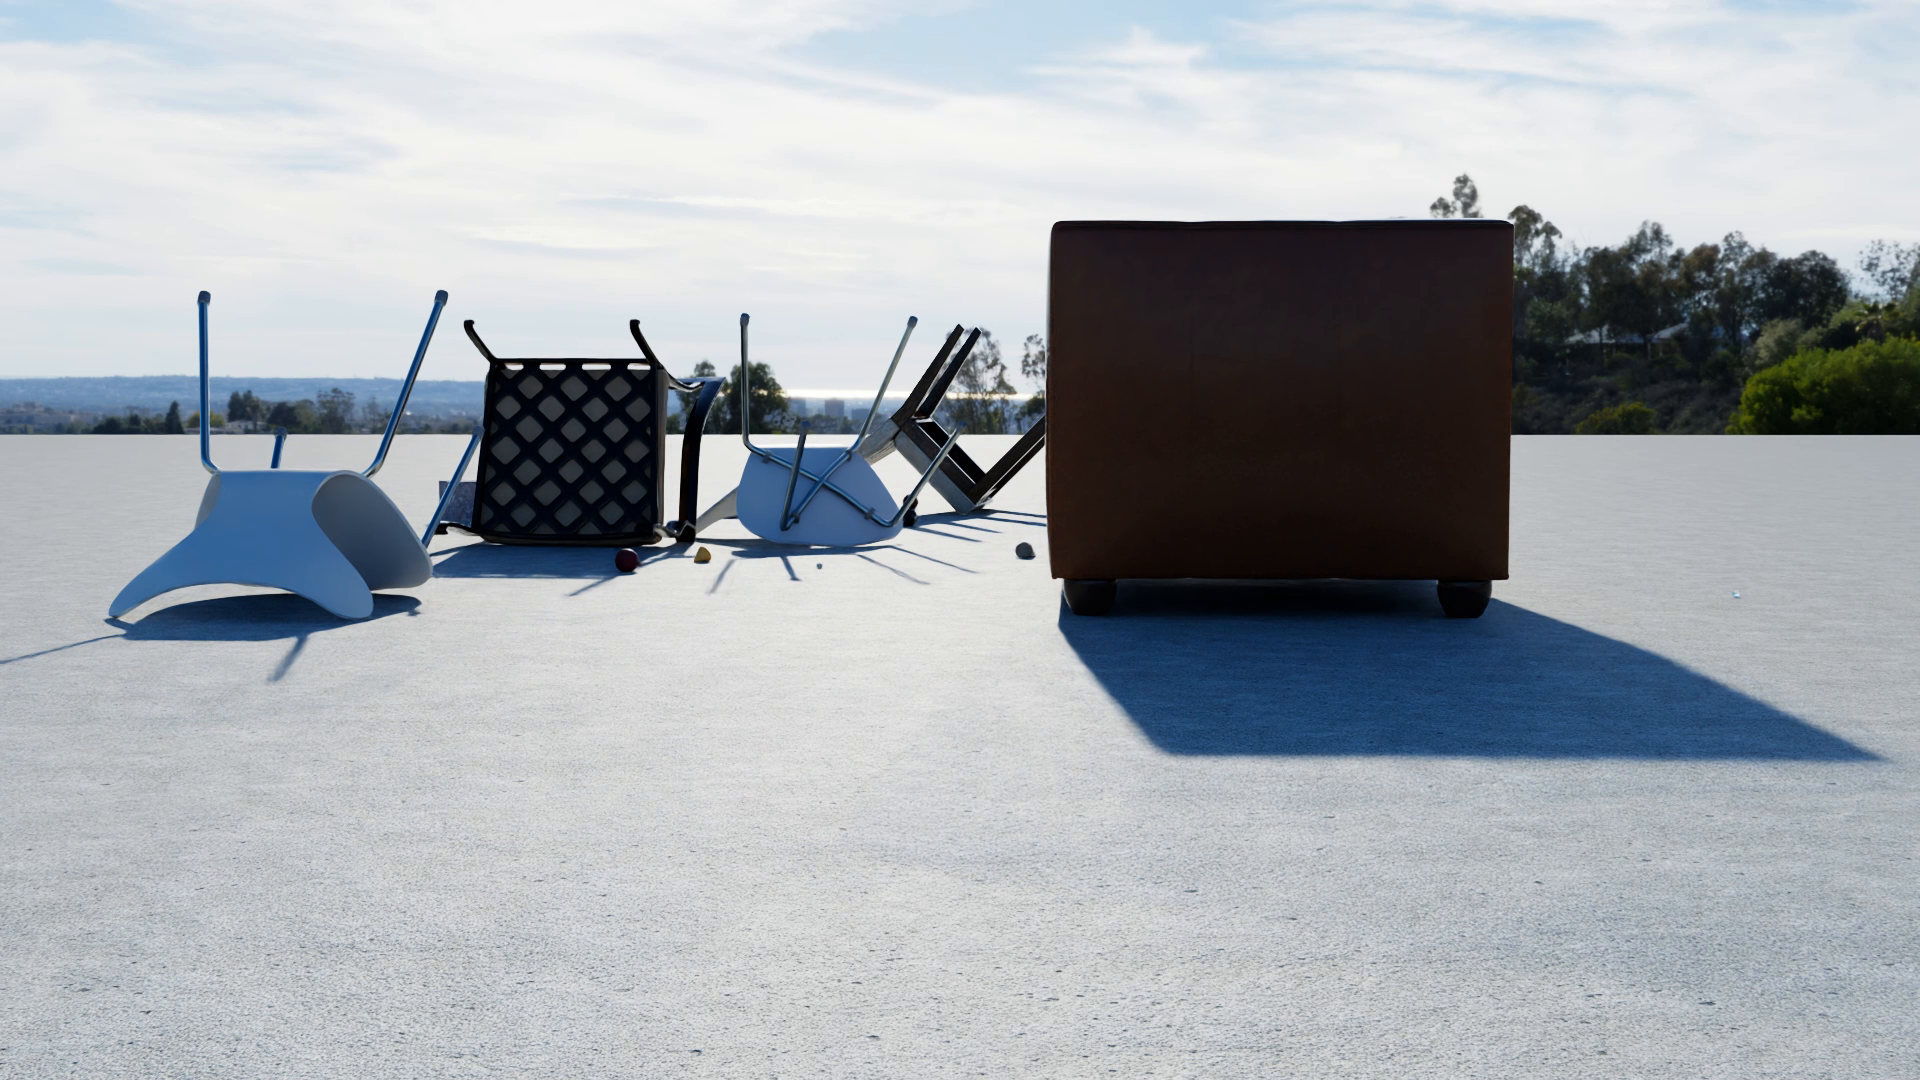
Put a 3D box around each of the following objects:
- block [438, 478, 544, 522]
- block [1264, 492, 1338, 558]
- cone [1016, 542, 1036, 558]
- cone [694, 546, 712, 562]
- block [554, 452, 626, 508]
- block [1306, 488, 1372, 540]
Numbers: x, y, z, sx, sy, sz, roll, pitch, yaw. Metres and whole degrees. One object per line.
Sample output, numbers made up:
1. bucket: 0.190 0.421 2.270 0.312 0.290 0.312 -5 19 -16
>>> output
1. block: -1.611 -0.138 7.573 0.328 0.136 0.136 -3 5 -37
2. block: 0.922 -0.042 5.956 0.187 0.165 0.187 0 4 6
3. cone: 0.188 0.035 5.879 0.054 0.044 0.067 13 -8 33
4. cone: -0.678 0.047 5.710 0.046 0.045 0.046 26 45 26
5. block: -1.411 -0.229 8.386 0.224 0.205 0.149 3 5 35
6. block: 1.139 -0.079 6.607 0.135 0.148 0.175 3 5 36
